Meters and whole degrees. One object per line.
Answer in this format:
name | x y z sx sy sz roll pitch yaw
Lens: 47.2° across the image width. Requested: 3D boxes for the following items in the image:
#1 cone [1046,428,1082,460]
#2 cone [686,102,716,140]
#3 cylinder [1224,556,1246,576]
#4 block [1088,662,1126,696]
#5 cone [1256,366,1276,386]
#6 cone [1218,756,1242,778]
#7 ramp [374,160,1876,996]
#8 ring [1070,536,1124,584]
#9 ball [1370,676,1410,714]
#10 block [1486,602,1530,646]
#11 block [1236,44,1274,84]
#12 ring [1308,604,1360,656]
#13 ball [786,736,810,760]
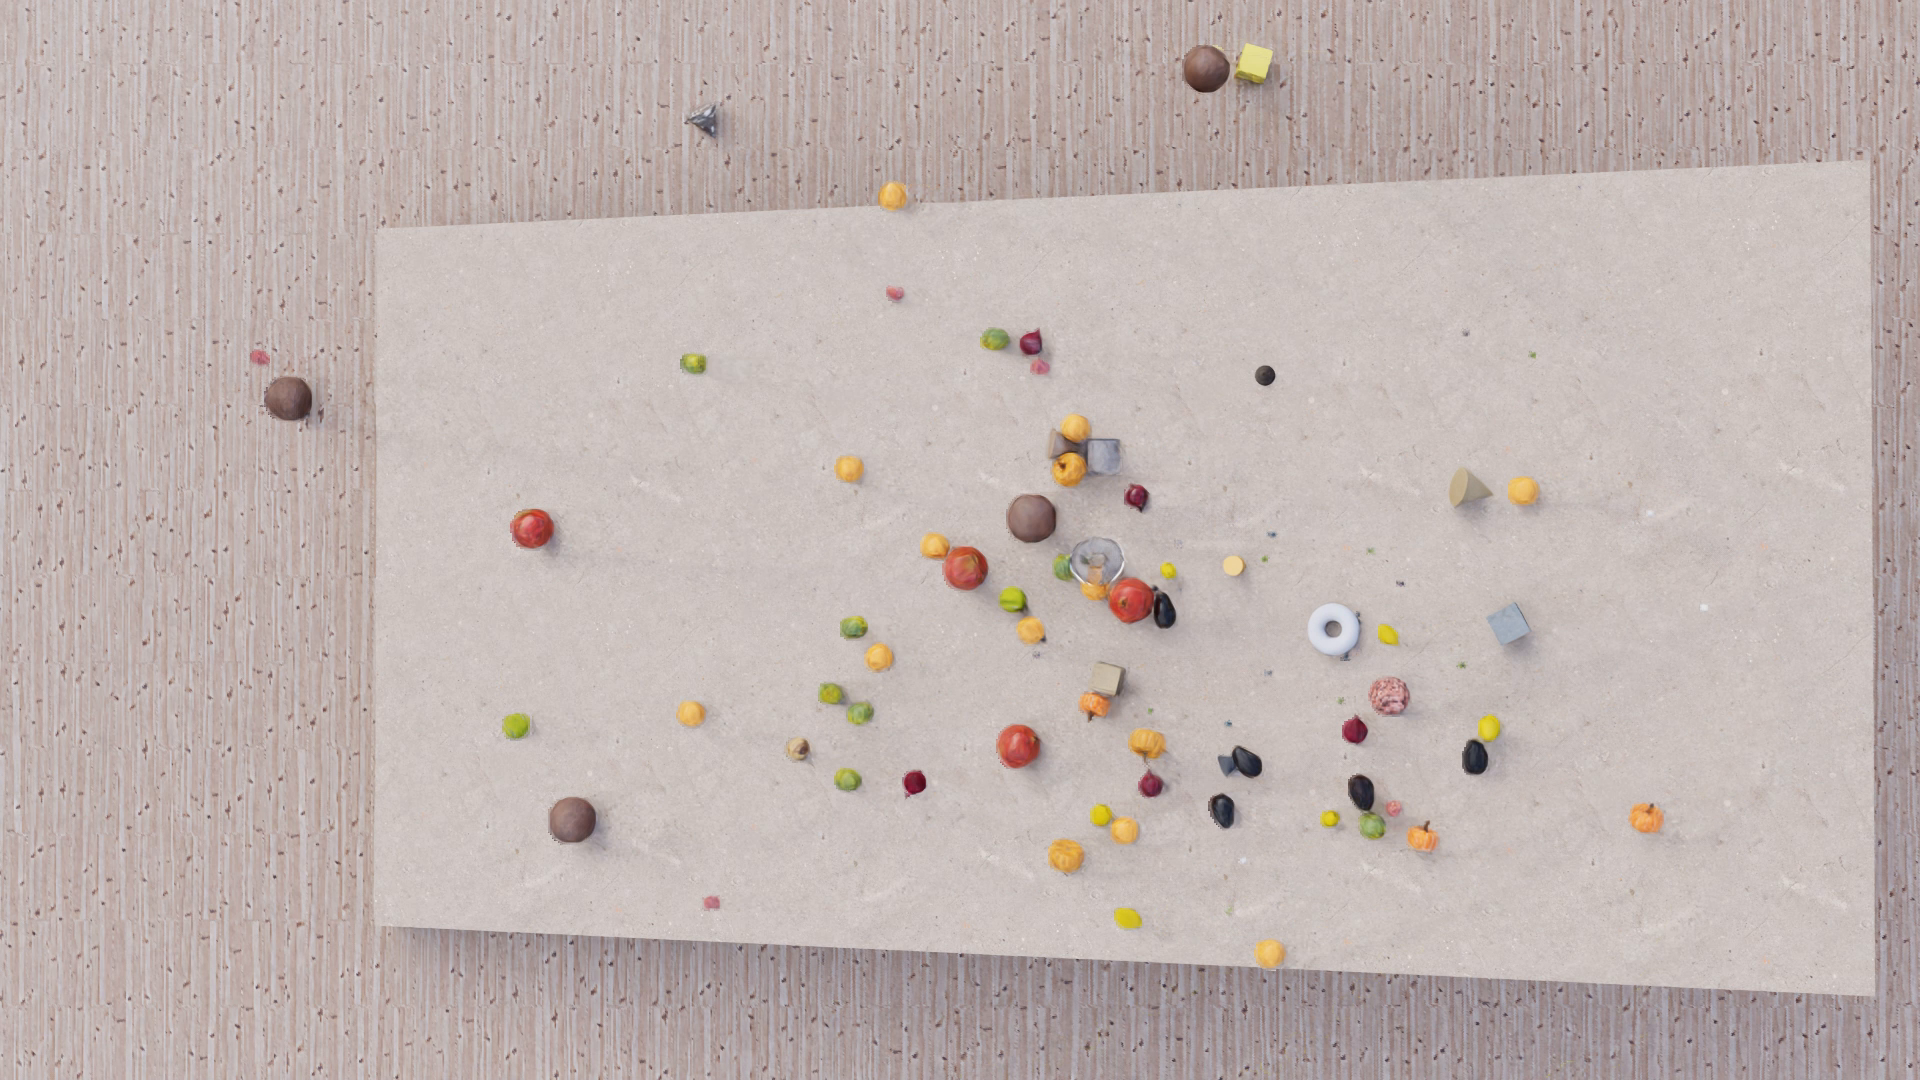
cone | 0.278 -0.246 5.764 0.086 0.086 0.086 9 89 -11
cone | -0.734 -1.210 6.408 0.096 0.096 0.096 -27 116 0
cylinder | 0.704 0.066 5.637 0.050 0.050 0.050 0 89 15
block | 0.382 0.360 5.709 0.072 0.072 0.072 14 93 15
cone | 0.777 -0.423 5.623 0.053 0.053 0.053 0 89 15
cone | 0.702 0.572 5.642 0.059 0.059 0.059 -17 89 -12
ramp | 0.266 0.097 5.834 4.000 0.100 2.000 0 89 15
ring | 0.356 0.053 5.704 0.145 0.048 0.145 -6 51 8
ball | 1.077 0.390 5.506 0.096 0.096 0.096 0 89 0
block | 1.357 0.208 5.441 0.079 0.079 0.079 -29 82 13
block | 0.854 -1.384 6.391 0.081 0.081 0.081 16 89 0
ring | 0.946 0.226 5.572 0.132 0.044 0.132 0 89 16
ball | -0.437 0.563 5.935 0.062 0.062 0.062 0 89 0
